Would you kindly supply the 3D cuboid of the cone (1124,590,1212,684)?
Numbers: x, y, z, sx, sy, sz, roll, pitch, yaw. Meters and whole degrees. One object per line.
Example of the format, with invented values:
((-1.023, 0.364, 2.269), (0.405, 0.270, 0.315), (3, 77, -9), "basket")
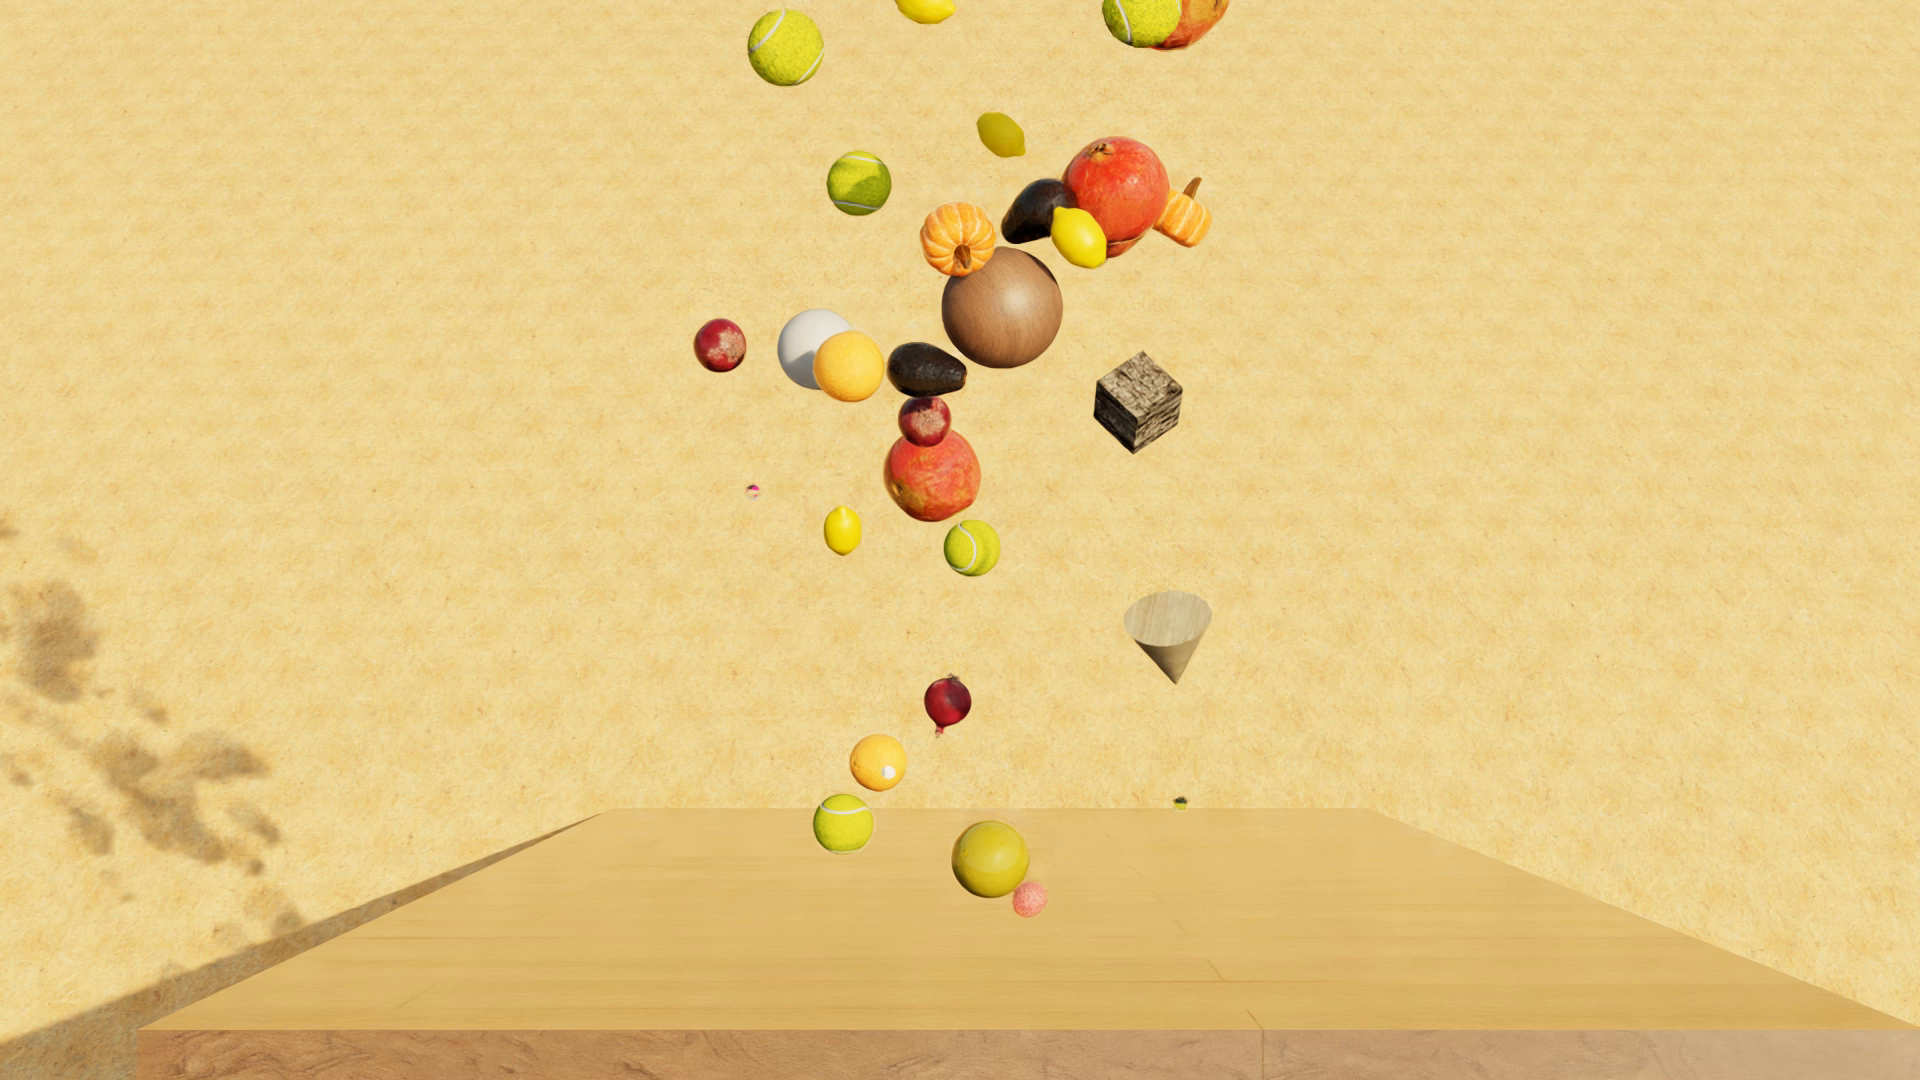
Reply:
((0.233, 0.123, 2.855), (0.096, 0.096, 0.096), (-7, 36, 5), "cone")

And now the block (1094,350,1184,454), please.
((0.198, -0.153, 2.903), (0.068, 0.068, 0.068), (-34, 63, -22), "block")

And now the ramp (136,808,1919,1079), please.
((0.080, 0.680, 4.902), (2.000, 0.100, 4.000), (0, -2, 0), "ramp")

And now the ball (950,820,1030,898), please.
((0.035, 0.369, 3.011), (0.091, 0.091, 0.091), (0, 36, 0), "ball")

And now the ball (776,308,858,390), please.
((-0.149, -0.199, 2.719), (0.085, 0.085, 0.085), (0, 36, 0), "ball")
